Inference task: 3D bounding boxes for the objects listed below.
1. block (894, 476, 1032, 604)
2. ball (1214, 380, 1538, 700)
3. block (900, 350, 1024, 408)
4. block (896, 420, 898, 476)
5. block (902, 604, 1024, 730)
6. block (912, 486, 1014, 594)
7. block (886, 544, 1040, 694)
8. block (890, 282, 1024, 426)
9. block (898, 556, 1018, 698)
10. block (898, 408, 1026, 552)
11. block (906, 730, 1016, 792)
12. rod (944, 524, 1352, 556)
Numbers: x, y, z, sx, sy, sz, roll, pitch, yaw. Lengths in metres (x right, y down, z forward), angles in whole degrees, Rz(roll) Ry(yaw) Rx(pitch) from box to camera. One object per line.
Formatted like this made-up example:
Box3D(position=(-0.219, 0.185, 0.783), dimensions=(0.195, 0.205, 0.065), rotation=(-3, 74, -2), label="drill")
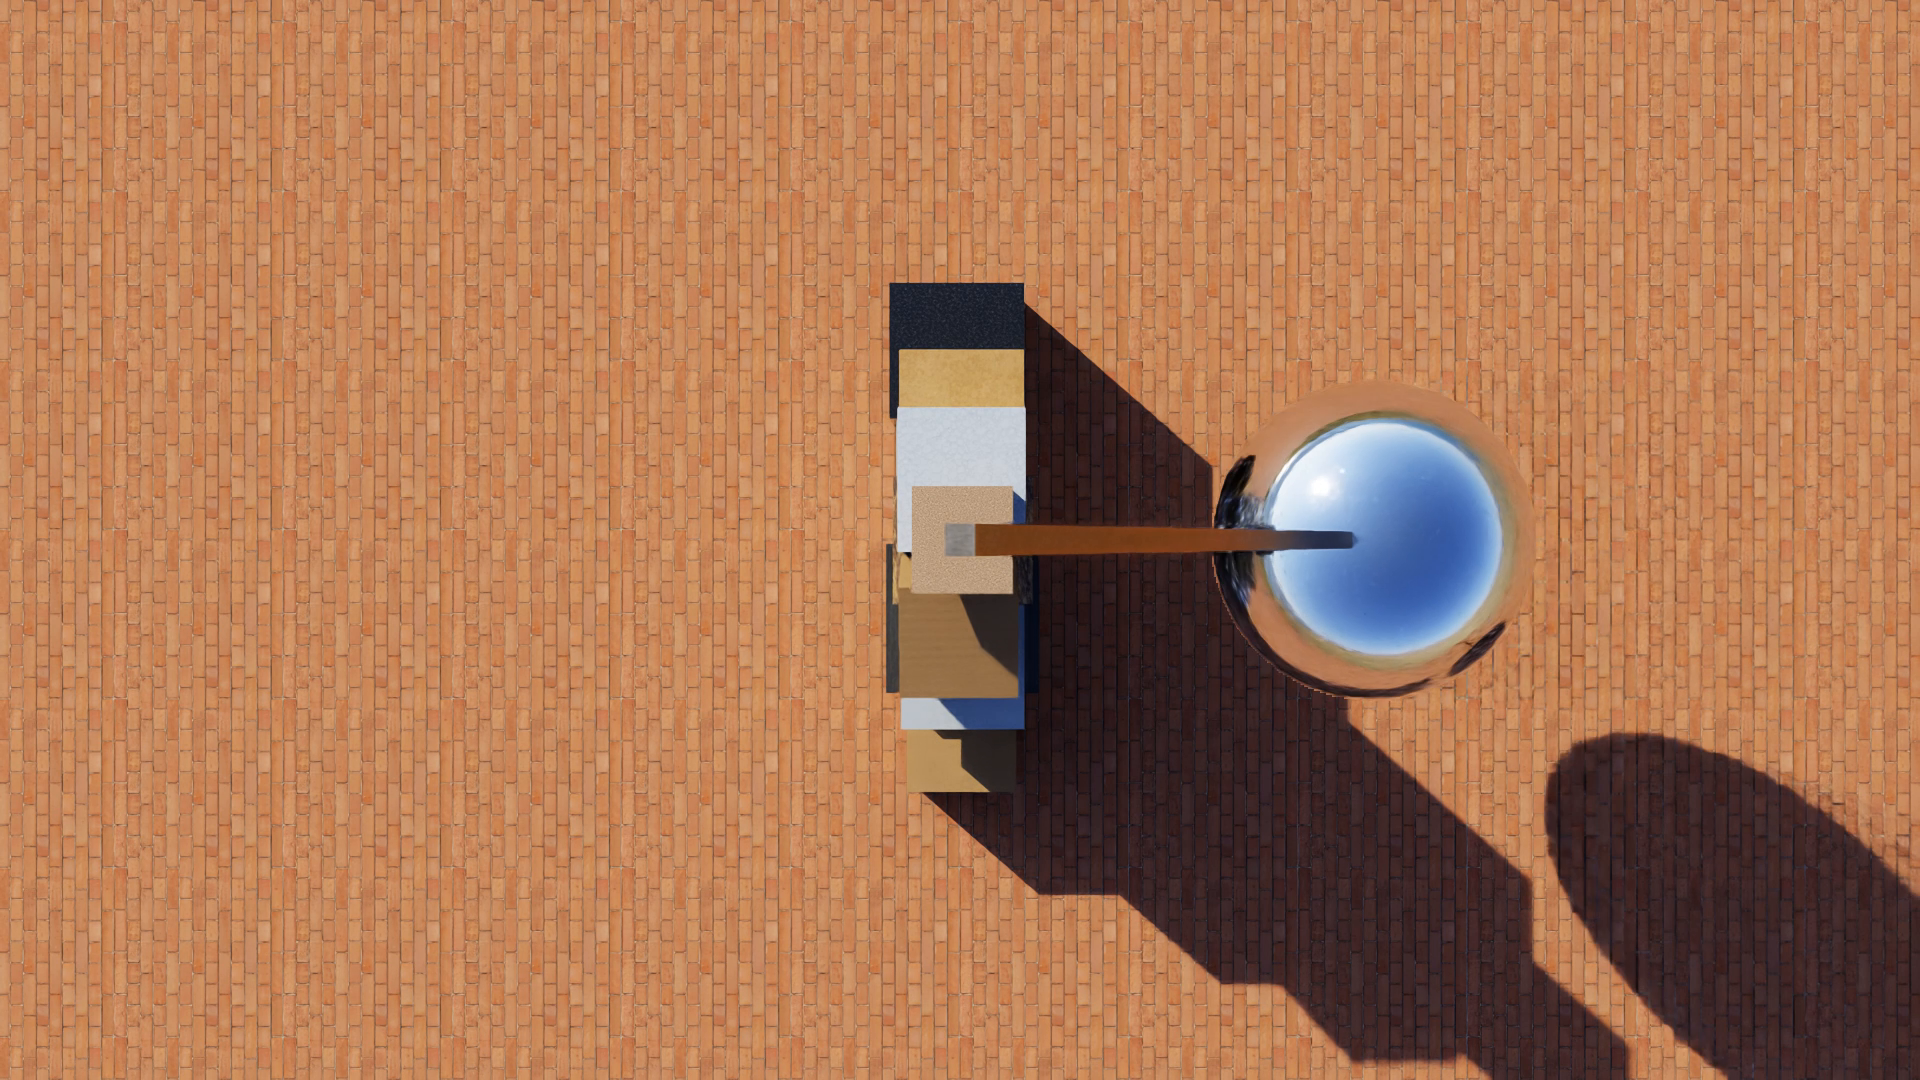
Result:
Box3D(position=(0.016, 0.000, 11.893), dimensions=(0.737, 0.600, 0.675), rotation=(0, 90, 0), label="block")
Box3D(position=(2.074, 0.000, 11.049), dimensions=(1.600, 1.600, 1.600), rotation=(0, 90, 0), label="ball")
Box3D(position=(0.009, -0.676, 11.902), dimensions=(0.659, 0.580, 0.658), rotation=(0, 90, 0), label="block")
Box3D(position=(-0.004, -0.326, 12.596), dimensions=(0.695, 0.807, 0.676), rotation=(0, 90, 0), label="block")
Box3D(position=(0.015, 0.676, 11.954), dimensions=(0.655, 0.544, 0.658), rotation=(0, 90, 0), label="block")
Box3D(position=(0.011, 0.000, 10.597), dimensions=(0.478, 0.464, 0.508), rotation=(0, 90, 0), label="block")
Box3D(position=(0.014, 0.436, 12.613), dimensions=(0.851, 0.774, 0.830), rotation=(0, 90, 0), label="block")
Box3D(position=(-0.018, -1.051, 12.596), dimensions=(0.748, 0.808, 0.753), rotation=(0, 90, 0), label="block")
Box3D(position=(-0.007, 0.442, 11.329), dimensions=(0.602, 0.562, 0.585), rotation=(0, 106, 0), label="block")
Box3D(position=(0.008, -0.297, 11.211), dimensions=(0.631, 0.763, 0.713), rotation=(0, 90, 0), label="block")
Box3D(position=(0.009, 1.144, 12.727), dimensions=(0.620, 0.547, 0.566), rotation=(0, 90, 0), label="block")
Box3D(position=(0.899, 0.000, 7.859), dimensions=(0.080, 5.200, 0.080), rotation=(0, 90, 20), label="rod")
